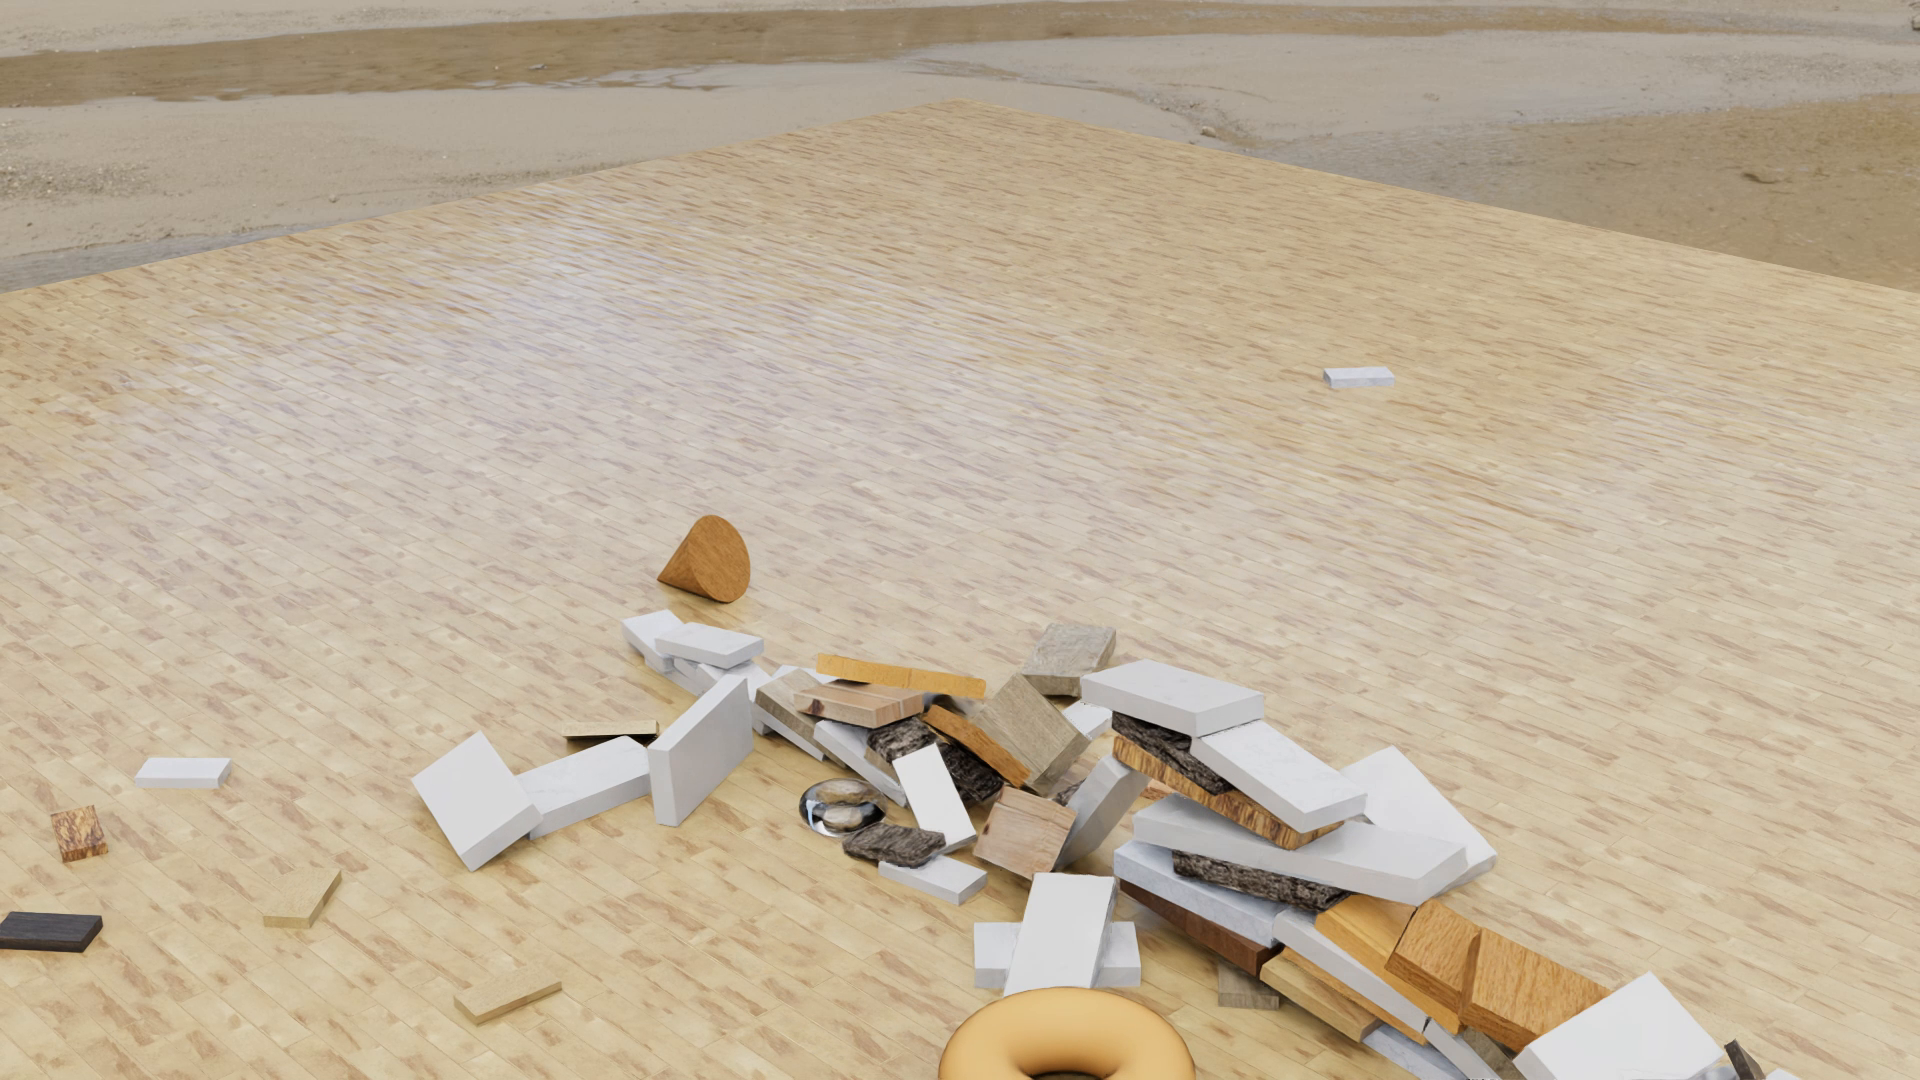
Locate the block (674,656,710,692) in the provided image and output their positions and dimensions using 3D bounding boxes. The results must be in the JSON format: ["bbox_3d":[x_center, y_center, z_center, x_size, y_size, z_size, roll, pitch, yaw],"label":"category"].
[{"bbox_3d":[-0.515,0.311,4.910,0.120,0.034,0.239,-22,45,-41],"label":"block"}]

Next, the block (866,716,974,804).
[{"bbox_3d":[-0.065,0.450,4.472,0.235,0.033,0.117,37,39,26],"label":"block"}]

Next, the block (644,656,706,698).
[{"bbox_3d":[-0.605,0.293,5.028,0.120,0.034,0.239,-18,29,-36],"label":"block"}]

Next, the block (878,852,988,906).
[{"bbox_3d":[-0.052,0.640,4.219,0.189,0.027,0.094,16,28,32],"label":"block"}]

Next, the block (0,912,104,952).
[{"bbox_3d":[-1.676,0.719,4.035,0.173,0.024,0.086,2,23,4],"label":"block"}]

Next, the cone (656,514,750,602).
[{"bbox_3d":[-0.677,0.072,5.464,0.221,0.221,0.221,-17,11,34],"label":"cone"}]

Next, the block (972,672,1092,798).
[{"bbox_3d":[0.146,0.406,4.631,0.152,0.043,0.303,-49,32,0],"label":"block"}]

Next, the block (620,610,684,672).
[{"bbox_3d":[-0.681,0.232,5.084,0.120,0.034,0.239,-13,26,-28],"label":"block"}]

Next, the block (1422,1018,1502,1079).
[{"bbox_3d":[0.908,0.859,3.562,0.145,0.041,0.291,-20,49,-38],"label":"block"}]

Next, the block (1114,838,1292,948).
[{"bbox_3d":[0.470,0.610,3.965,0.354,0.050,0.177,20,32,39],"label":"block"}]

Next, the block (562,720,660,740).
[{"bbox_3d":[-0.746,0.407,4.703,0.198,0.028,0.099,-1,-10,-3],"label":"block"}]

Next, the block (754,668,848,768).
[{"bbox_3d":[-0.296,0.378,4.698,0.267,0.038,0.134,33,36,27],"label":"block"}]

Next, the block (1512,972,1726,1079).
[{"bbox_3d":[1.018,0.798,3.391,0.333,0.047,0.166,-16,55,-39],"label":"block"}]

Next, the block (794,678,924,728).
[{"bbox_3d":[-0.214,0.339,4.602,0.134,0.038,0.267,-16,15,-39],"label":"block"}]

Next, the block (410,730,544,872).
[{"bbox_3d":[-0.966,0.517,4.390,0.171,0.048,0.341,-36,34,-13],"label":"block"}]

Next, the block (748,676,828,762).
[{"bbox_3d":[-0.346,0.383,4.735,0.230,0.033,0.115,31,35,24],"label":"block"}]

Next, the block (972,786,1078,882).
[{"bbox_3d":[0.119,0.554,4.148,0.041,0.146,0.293,28,-8,-17],"label":"block"}]

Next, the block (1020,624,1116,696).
[{"bbox_3d":[0.249,0.271,5.026,0.159,0.045,0.319,3,19,15],"label":"block"}]

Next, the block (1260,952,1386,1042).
[{"bbox_3d":[0.629,0.771,3.762,0.210,0.030,0.105,29,35,35],"label":"block"}]

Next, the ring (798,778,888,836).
[{"bbox_3d":[-0.235,0.537,4.420,0.181,0.060,0.181,1,22,0],"label":"ring"}]

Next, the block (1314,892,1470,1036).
[{"bbox_3d":[0.763,0.693,3.676,0.157,0.044,0.313,-15,36,-37],"label":"block"}]

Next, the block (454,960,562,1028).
[{"bbox_3d":[-0.793,0.795,3.856,0.166,0.024,0.083,-18,29,-36],"label":"block"}]

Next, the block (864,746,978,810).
[{"bbox_3d":[-0.068,0.472,4.499,0.235,0.033,0.117,33,38,21],"label":"block"}]

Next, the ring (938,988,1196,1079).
[{"bbox_3d":[0.172,0.867,3.541,0.417,0.139,0.417,-1,22,0],"label":"ring"}]

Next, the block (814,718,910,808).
[{"bbox_3d":[-0.163,0.445,4.574,0.267,0.038,0.134,35,38,29],"label":"block"}]

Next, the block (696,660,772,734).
[{"bbox_3d":[-0.461,0.333,4.831,0.115,0.033,0.230,-21,47,-40],"label":"block"}]

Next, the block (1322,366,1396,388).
[{"bbox_3d":[1.258,-0.514,6.935,0.203,0.029,0.102,-2,23,-5],"label":"block"}]

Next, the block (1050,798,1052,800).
[{"bbox_3d":[0.142,0.554,4.429,0.138,0.020,0.069,-7,24,-16],"label":"block"}]

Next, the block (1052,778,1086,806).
[{"bbox_3d":[0.179,0.532,4.256,0.117,0.235,0.033,-23,74,-42],"label":"block"}]

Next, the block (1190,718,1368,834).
[{"bbox_3d":[0.544,0.400,3.777,0.144,0.041,0.288,-12,30,-33],"label":"block"}]

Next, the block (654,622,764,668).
[{"bbox_3d":[-0.560,0.234,4.914,0.230,0.033,0.115,10,23,38],"label":"block"}]

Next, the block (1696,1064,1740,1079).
[{"bbox_3d":[1.228,0.943,3.386,0.158,0.045,0.317,-1,30,-27],"label":"block"}]
